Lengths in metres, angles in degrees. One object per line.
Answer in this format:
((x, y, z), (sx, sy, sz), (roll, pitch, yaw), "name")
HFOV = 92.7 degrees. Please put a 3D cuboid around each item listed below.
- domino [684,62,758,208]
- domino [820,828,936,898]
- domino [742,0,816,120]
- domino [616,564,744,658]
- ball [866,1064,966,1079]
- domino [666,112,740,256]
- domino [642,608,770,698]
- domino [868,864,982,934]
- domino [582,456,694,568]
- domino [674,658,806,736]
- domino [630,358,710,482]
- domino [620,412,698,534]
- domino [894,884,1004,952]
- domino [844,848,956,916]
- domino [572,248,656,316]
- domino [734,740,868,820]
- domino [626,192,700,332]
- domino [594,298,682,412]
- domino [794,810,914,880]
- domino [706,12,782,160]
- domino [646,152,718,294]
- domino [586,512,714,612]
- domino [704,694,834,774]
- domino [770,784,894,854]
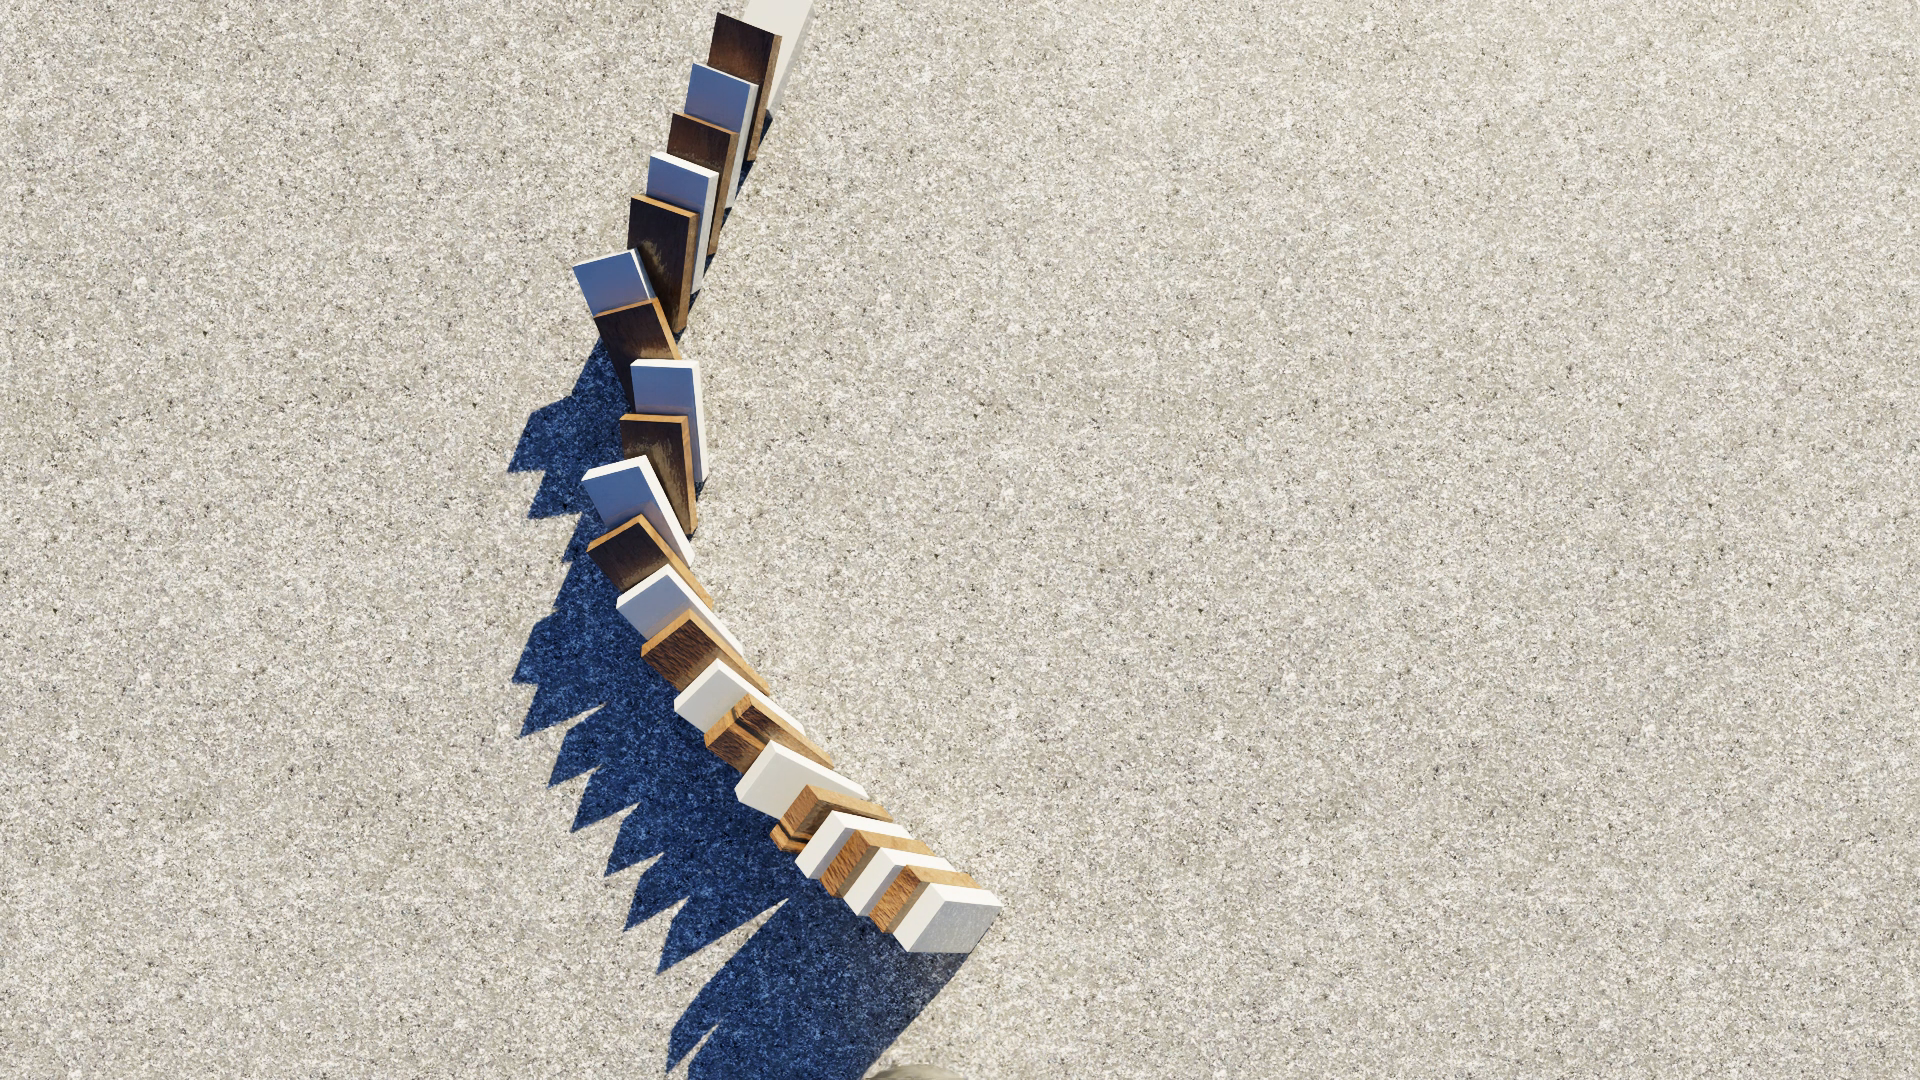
((-0.103, -0.169, 0.385), (0.025, 0.010, 0.050), (21, 116, 0), "domino")
((-0.033, 0.135, 0.377), (0.010, 0.050, 0.025), (36, 90, 38), "domino")
((-0.084, -0.211, 0.395), (0.025, 0.010, 0.050), (22, 90, 0), "domino")
((-0.117, 0.037, 0.384), (0.025, 0.010, 0.050), (-34, 118, 0), "domino")
((-0.018, 0.252, 0.360), (0.080, 0.080, 0.080), (0, 90, 0), "ball")
((-0.111, -0.149, 0.385), (0.025, 0.010, 0.050), (20, 116, 0), "domino")
((-0.106, 0.055, 0.384), (0.025, 0.009, 0.050), (-38, 118, 0), "domino")
((-0.013, 0.149, 0.377), (0.010, 0.050, 0.025), (36, 90, 38), "domino")
((-0.133, -0.009, 0.382), (0.025, 0.009, 0.050), (-14, 121, 6), "domino")
((-0.092, 0.075, 0.385), (0.025, 0.010, 0.050), (-44, 116, 0), "domino")
((-0.121, -0.050, 0.384), (0.025, 0.009, 0.050), (3, 117, 0), "domino")
((-0.126, -0.028, 0.385), (0.025, 0.010, 0.050), (3, 116, 0), "domino")
((-0.004, 0.156, 0.377), (0.009, 0.050, 0.025), (36, 90, 38), "domino")
((-0.023, 0.142, 0.377), (0.010, 0.050, 0.025), (36, 90, 38), "domino")
((-0.139, -0.094, 0.384), (0.025, 0.010, 0.050), (-13, 118, 4), "domino")
((-0.066, 0.106, 0.383), (0.050, 0.009, 0.025), (37, 90, -30), "domino")
((-0.125, -0.115, 0.382), (0.025, 0.010, 0.050), (19, 123, 1), "domino")
((-0.130, -0.073, 0.384), (0.025, 0.009, 0.050), (-14, 117, 3), "domino")
((-0.042, 0.128, 0.377), (0.009, 0.050, 0.025), (36, 90, 38), "domino")
((-0.094, -0.189, 0.385), (0.025, 0.009, 0.050), (21, 116, 0), "domino")
((-0.118, -0.132, 0.382), (0.025, 0.009, 0.050), (21, 123, 0), "domino")
((-0.129, 0.016, 0.383), (0.025, 0.010, 0.050), (-29, 118, 4), "domino")
((-0.079, 0.088, 0.382), (0.025, 0.010, 0.050), (-44, 121, 0), "domino")
((-0.052, 0.118, 0.378), (0.010, 0.050, 0.025), (37, 90, 41), "domino")
